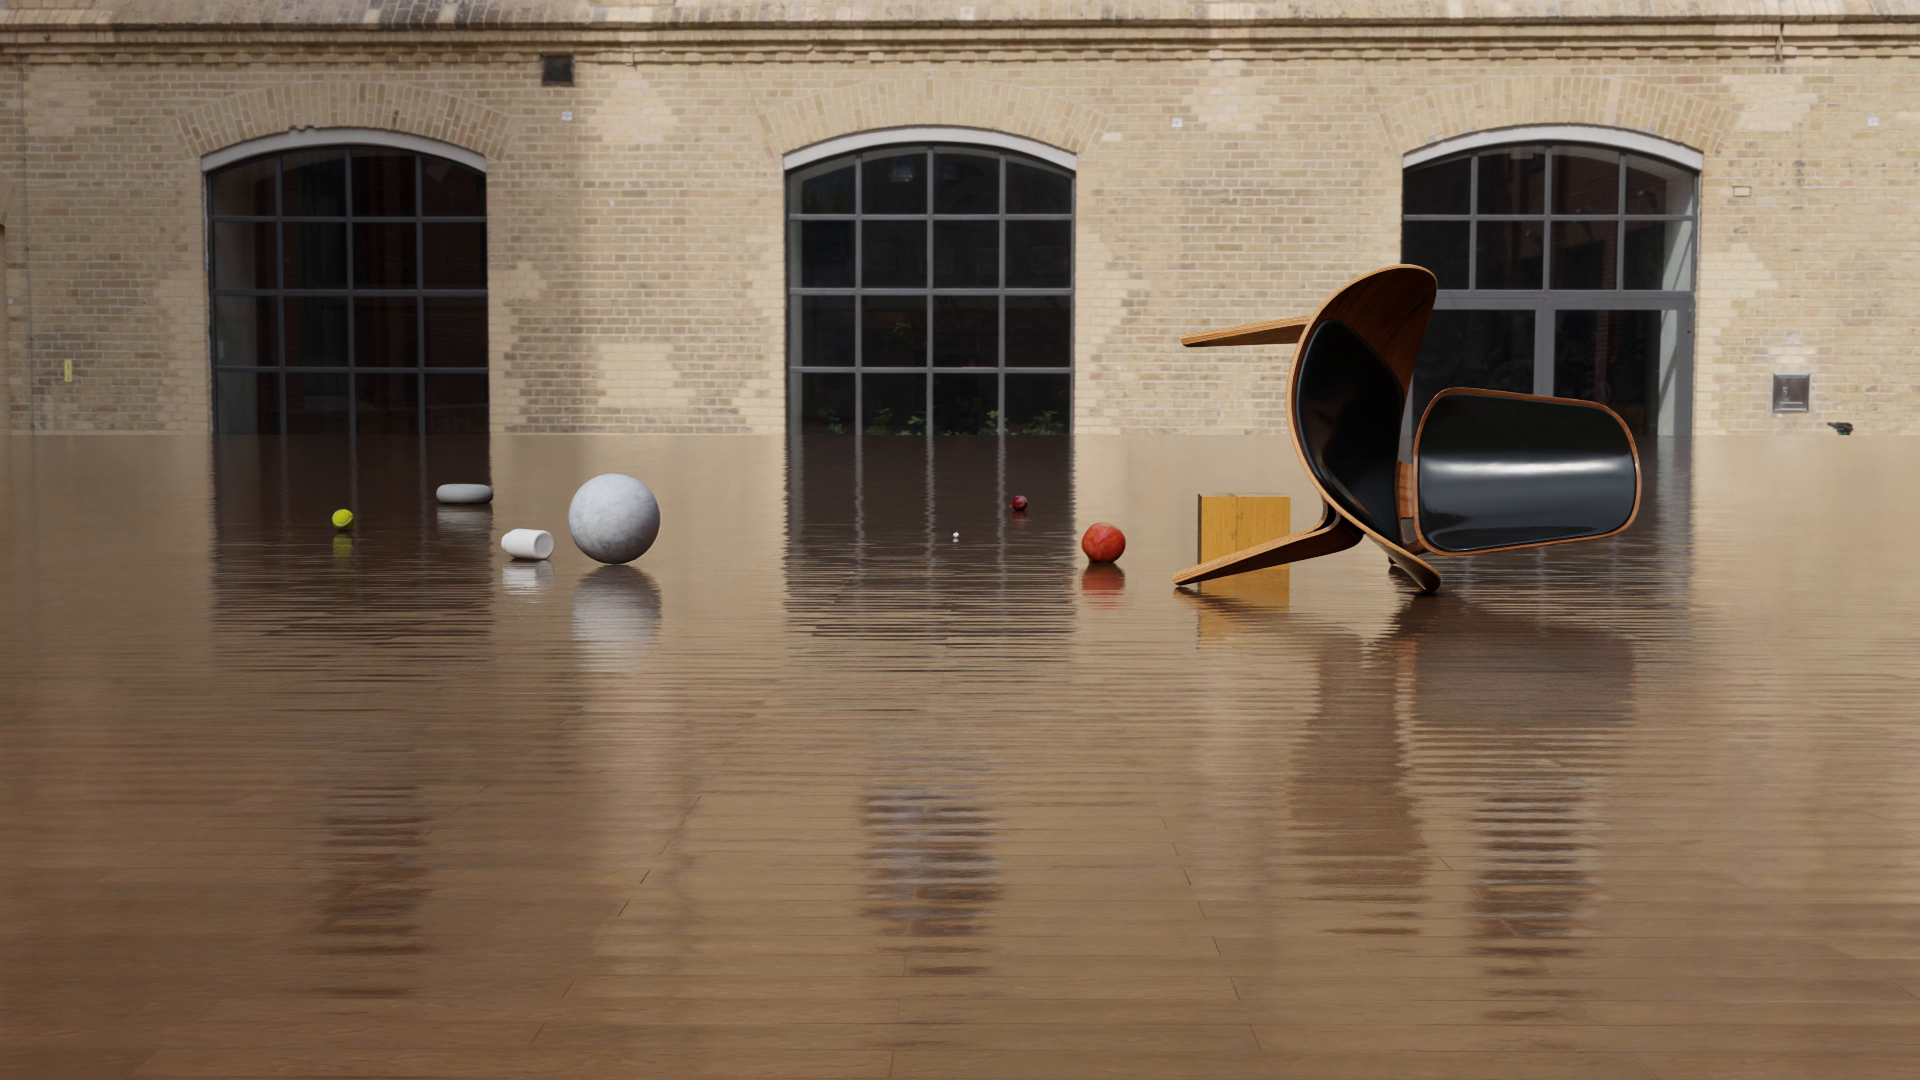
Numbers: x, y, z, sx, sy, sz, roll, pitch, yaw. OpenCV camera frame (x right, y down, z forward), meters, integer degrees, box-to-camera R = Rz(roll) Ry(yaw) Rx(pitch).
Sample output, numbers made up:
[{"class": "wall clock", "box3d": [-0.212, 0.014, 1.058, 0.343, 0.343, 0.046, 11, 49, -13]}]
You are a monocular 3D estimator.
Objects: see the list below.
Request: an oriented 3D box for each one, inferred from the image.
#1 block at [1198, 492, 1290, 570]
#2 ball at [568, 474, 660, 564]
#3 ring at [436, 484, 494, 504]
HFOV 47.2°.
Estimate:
[{"class": "block", "box3d": [0.718, -0.024, 5.584, 0.219, 0.180, 0.204, 0, 4, 3]}, {"class": "ball", "box3d": [-0.885, -0.054, 5.633, 0.234, 0.234, 0.234, 0, 4, 0]}, {"class": "ring", "box3d": [-1.948, -0.180, 8.652, 0.217, 0.072, 0.271, -1, 5, -25]}]
